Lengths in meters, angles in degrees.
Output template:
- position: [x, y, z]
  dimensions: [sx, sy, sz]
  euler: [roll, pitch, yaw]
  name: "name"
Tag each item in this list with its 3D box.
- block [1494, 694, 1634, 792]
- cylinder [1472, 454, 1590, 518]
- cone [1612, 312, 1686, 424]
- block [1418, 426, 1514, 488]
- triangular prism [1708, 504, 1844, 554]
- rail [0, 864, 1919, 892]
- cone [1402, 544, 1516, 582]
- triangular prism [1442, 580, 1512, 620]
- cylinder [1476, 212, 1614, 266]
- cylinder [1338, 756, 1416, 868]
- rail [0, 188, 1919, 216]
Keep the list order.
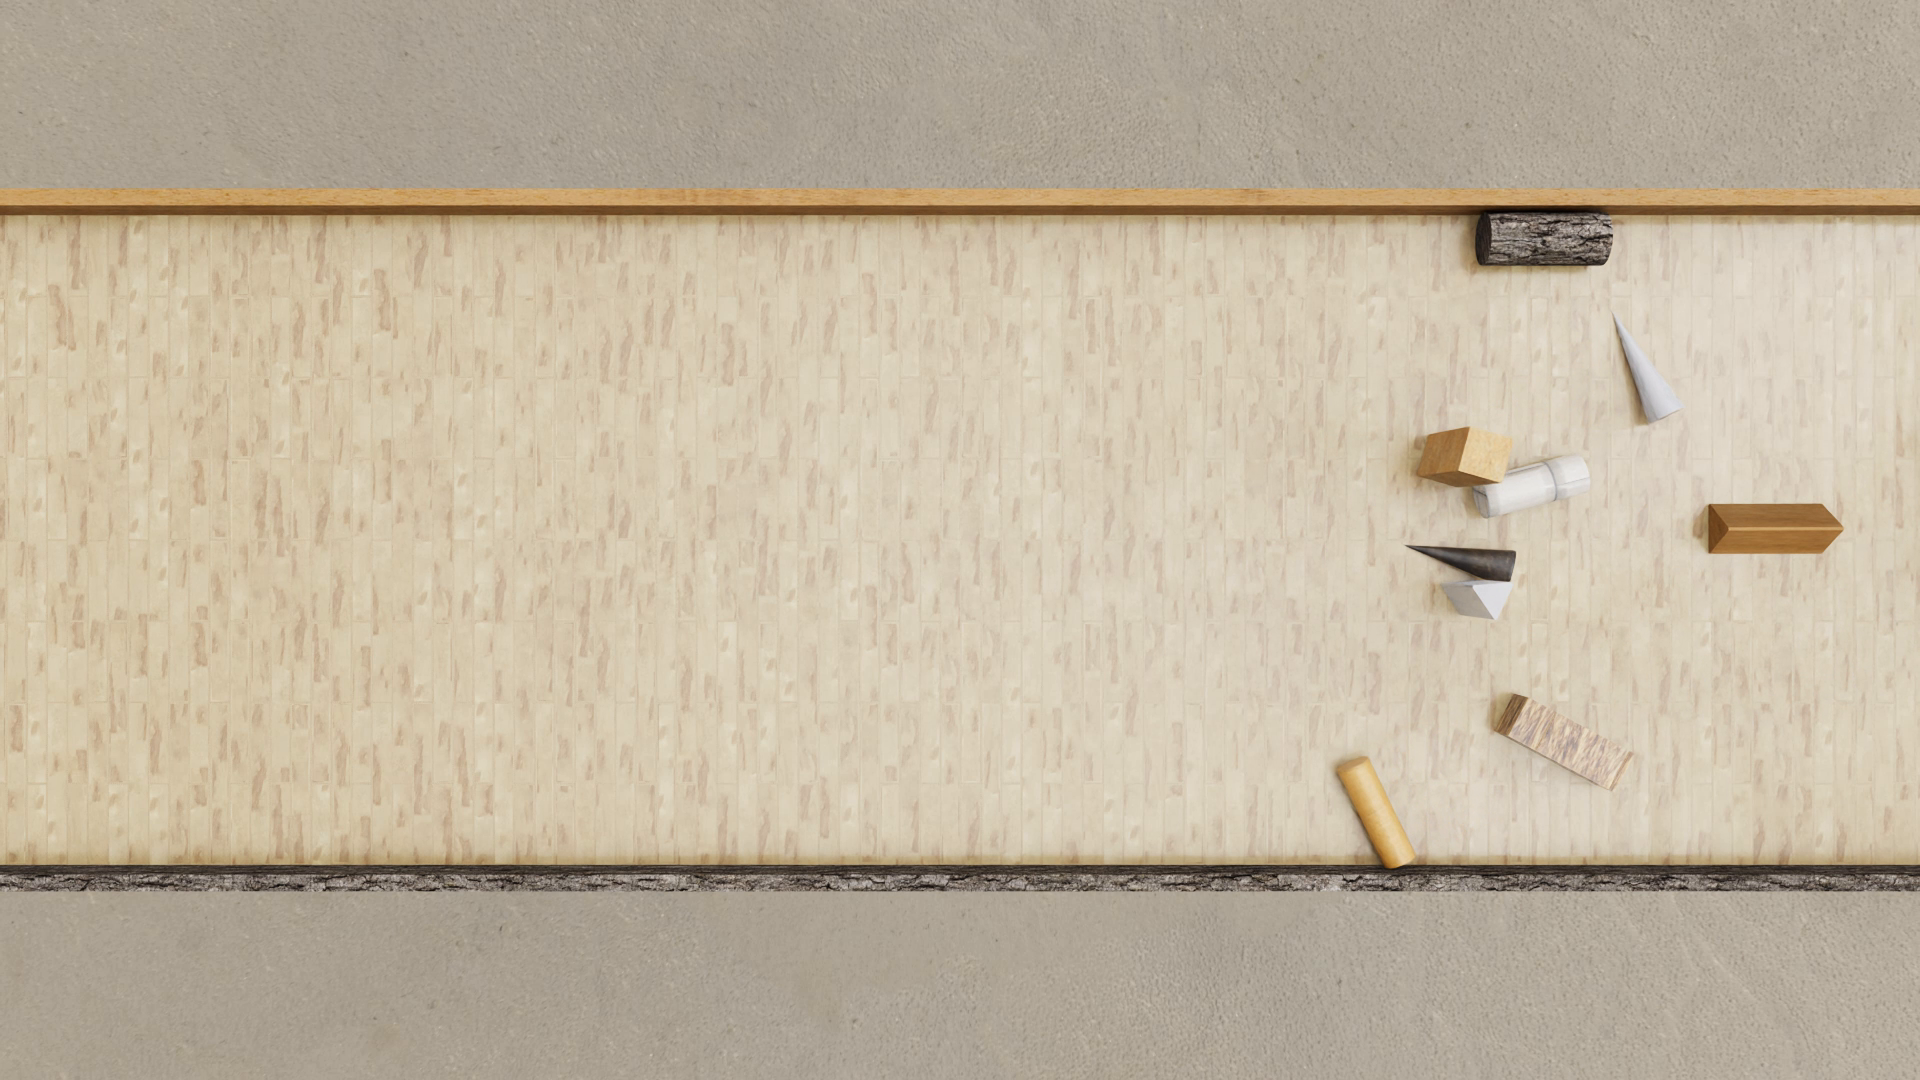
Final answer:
- position: [1.834, 0.615, 5.011]
  dimensions: [0.361, 0.131, 0.131]
  euler: [28, 90, 0]
  name: "block"
- position: [1.735, -0.164, 5.014]
  dimensions: [0.314, 0.125, 0.125]
  euler: [-15, 90, 0]
  name: "cylinder"
- position: [2.078, -0.543, 5.048]
  dimensions: [0.114, 0.114, 0.367]
  euler: [-24, 81, 0]
  name: "cone"
- position: [1.495, -0.244, 4.894]
  dimensions: [0.132, 0.356, 0.132]
  euler: [16, 89, -3]
  name: "block"
- position: [2.476, -0.034, 5.008]
  dimensions: [0.345, 0.130, 0.150]
  euler: [0, 90, 0]
  name: "triangular prism"
- position: [-2.247, 1.025, 5.001]
  dimensions: [12.000, 0.150, 0.050]
  euler: [0, 90, 0]
  name: "rail"
- position: [1.519, 0.052, 5.047]
  dimensions: [0.328, 0.120, 0.120]
  euler: [13, 90, 10]
  name: "cone"
- position: [1.555, 0.154, 4.920]
  dimensions: [0.102, 0.312, 0.118]
  euler: [-34, 90, -1]
  name: "triangular prism"
- position: [1.767, -0.912, 4.997]
  dimensions: [0.362, 0.160, 0.160]
  euler: [0, 90, 0]
  name: "cylinder"
- position: [1.270, 0.830, 5.026]
  dimensions: [0.102, 0.102, 0.329]
  euler: [-26, 90, 0]
  name: "cylinder"
- position: [-2.247, -1.025, 5.002]
  dimensions: [12.000, 0.150, 0.050]
  euler: [0, 90, 0]
  name: "rail"
